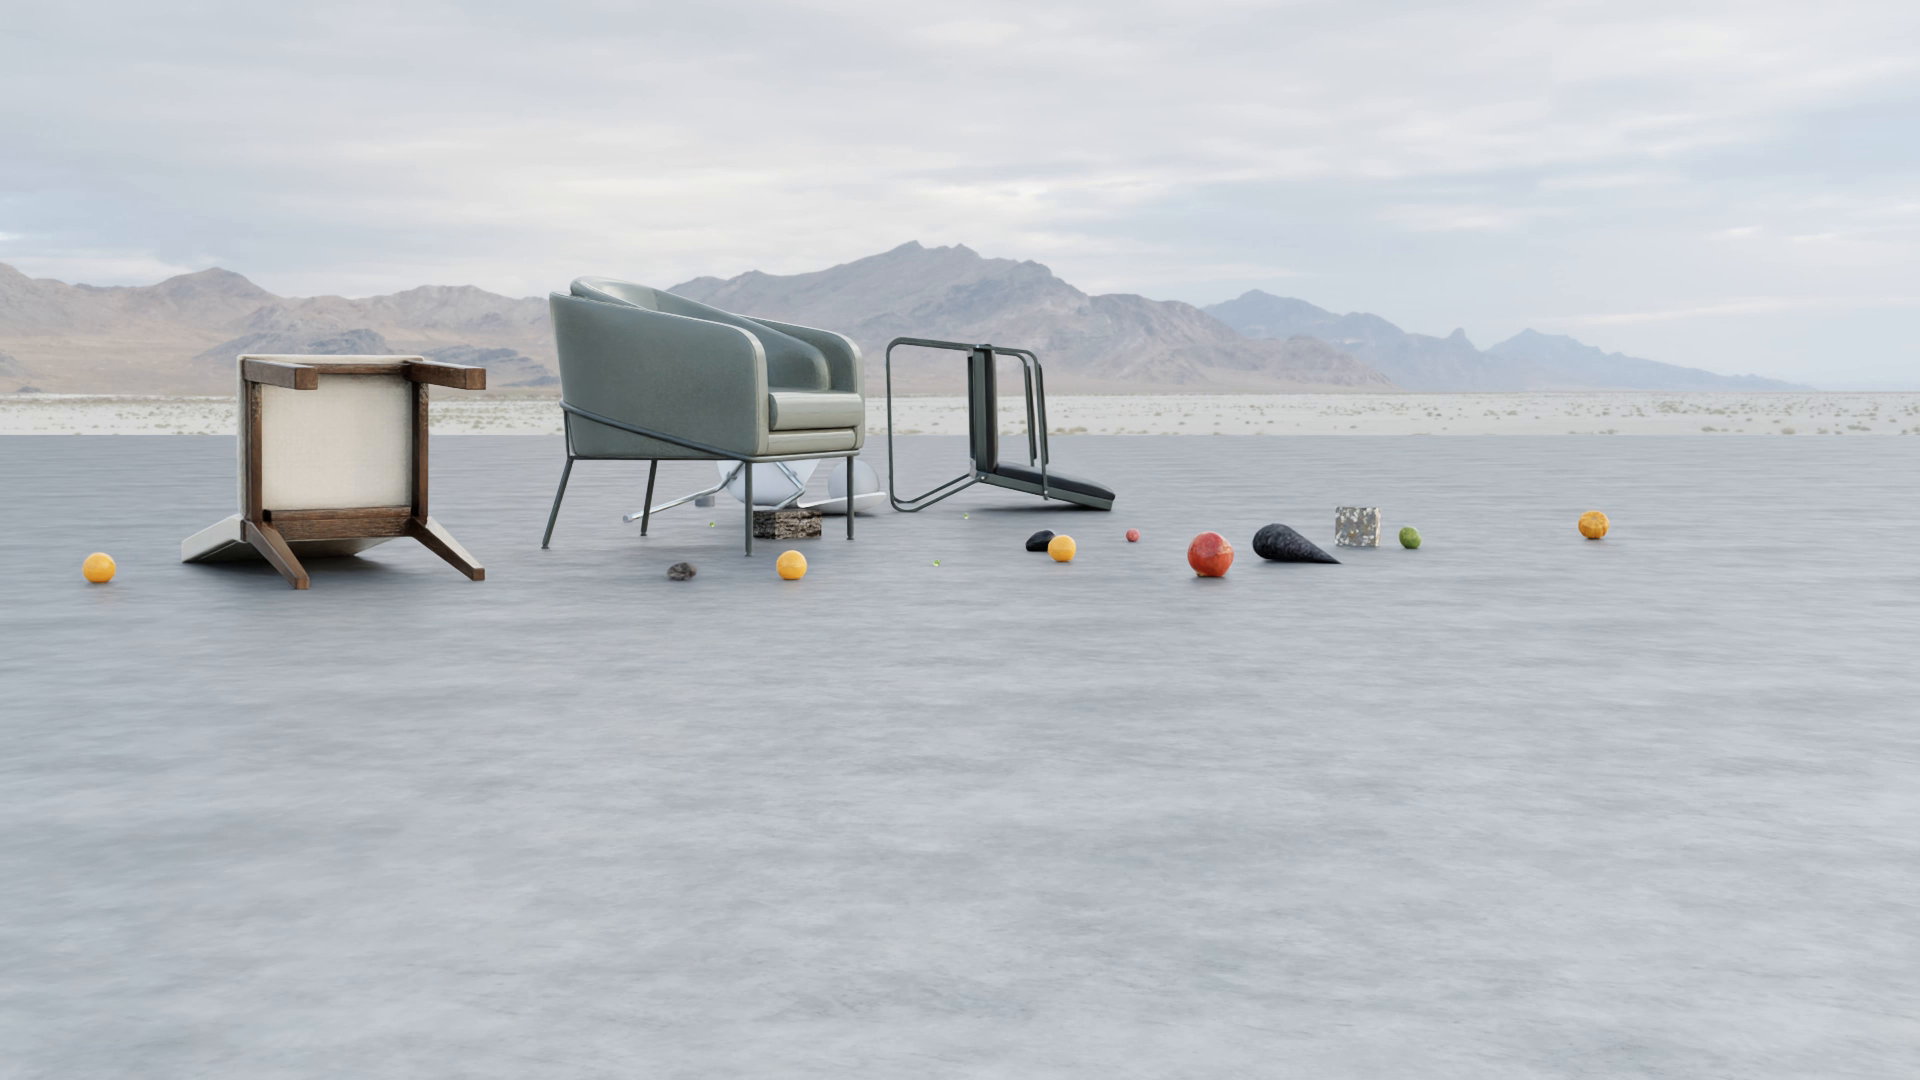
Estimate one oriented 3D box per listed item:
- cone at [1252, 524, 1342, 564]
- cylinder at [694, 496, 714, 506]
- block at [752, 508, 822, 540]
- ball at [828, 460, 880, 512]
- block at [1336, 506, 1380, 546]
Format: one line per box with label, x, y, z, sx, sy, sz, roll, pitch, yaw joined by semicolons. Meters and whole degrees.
cone;0.905;0.033;5.715;0.216;0.097;0.205;21;11;40
cylinder;-0.983;-0.151;8.473;0.084;0.038;0.060;-4;6;-45
block;-0.524;-0.049;6.669;0.168;0.081;0.122;-3;5;-38
ball;-0.389;-0.199;8.048;0.191;0.191;0.191;0;4;0
block;1.146;-0.040;6.335;0.119;0.109;0.049;2;4;27
